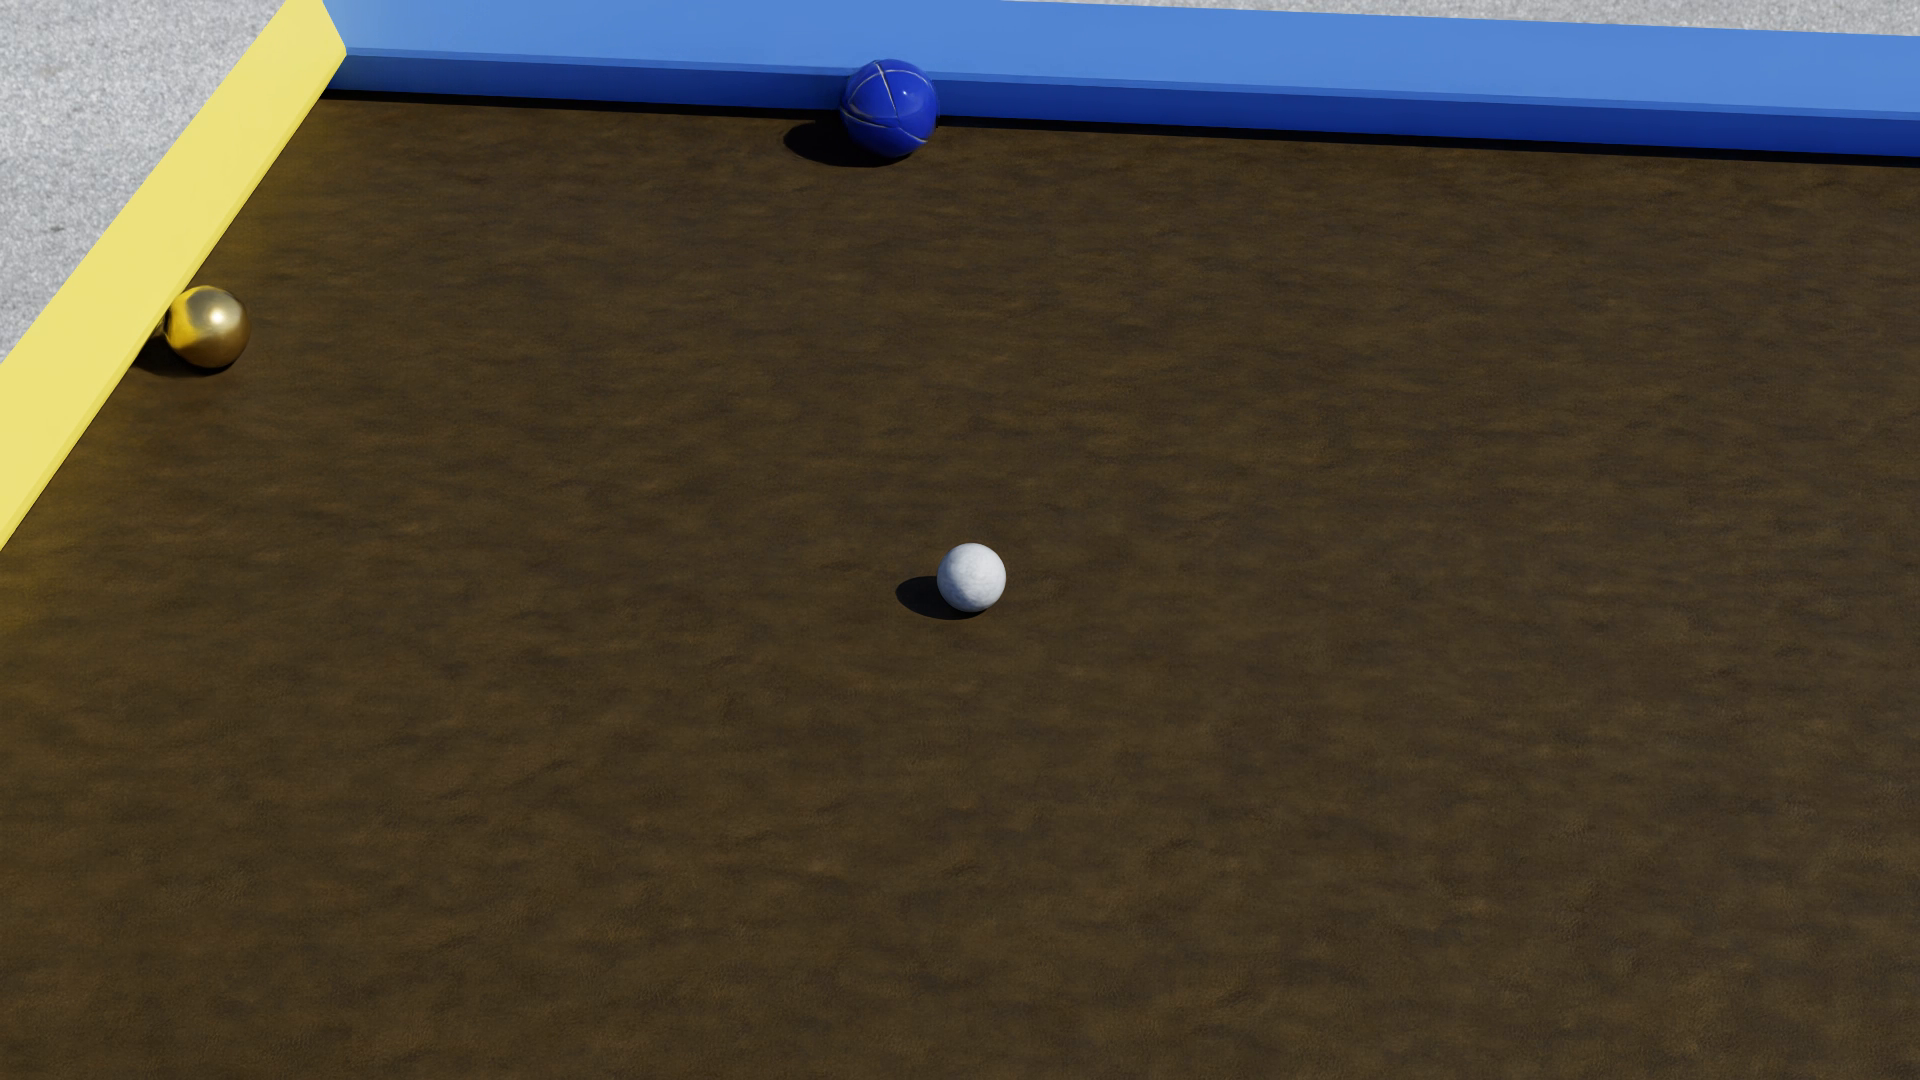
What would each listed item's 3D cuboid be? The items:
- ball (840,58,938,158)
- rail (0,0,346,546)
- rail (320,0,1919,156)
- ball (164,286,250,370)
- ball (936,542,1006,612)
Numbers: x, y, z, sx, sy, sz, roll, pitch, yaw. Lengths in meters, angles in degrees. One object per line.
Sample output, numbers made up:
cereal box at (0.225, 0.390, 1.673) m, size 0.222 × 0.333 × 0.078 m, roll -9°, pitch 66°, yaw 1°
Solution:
ball at (-0.069, -0.418, 2.486) m, size 0.095 × 0.095 × 0.095 m, roll 0°, pitch 35°, yaw 0°
rail at (-0.707, -0.068, 1.958) m, size 0.045 × 0.123 × 1.569 m, roll 3°, pitch 35°, yaw 5°
rail at (0.805, -0.421, 2.463) m, size 2.935 × 0.123 × 0.045 m, roll 3°, pitch 35°, yaw 5°
ball at (-0.635, -0.179, 2.164) m, size 0.070 × 0.070 × 0.070 m, roll 0°, pitch 35°, yaw 0°
ball at (0.008, 0.028, 1.885) m, size 0.051 × 0.051 × 0.051 m, roll 0°, pitch 35°, yaw 0°
